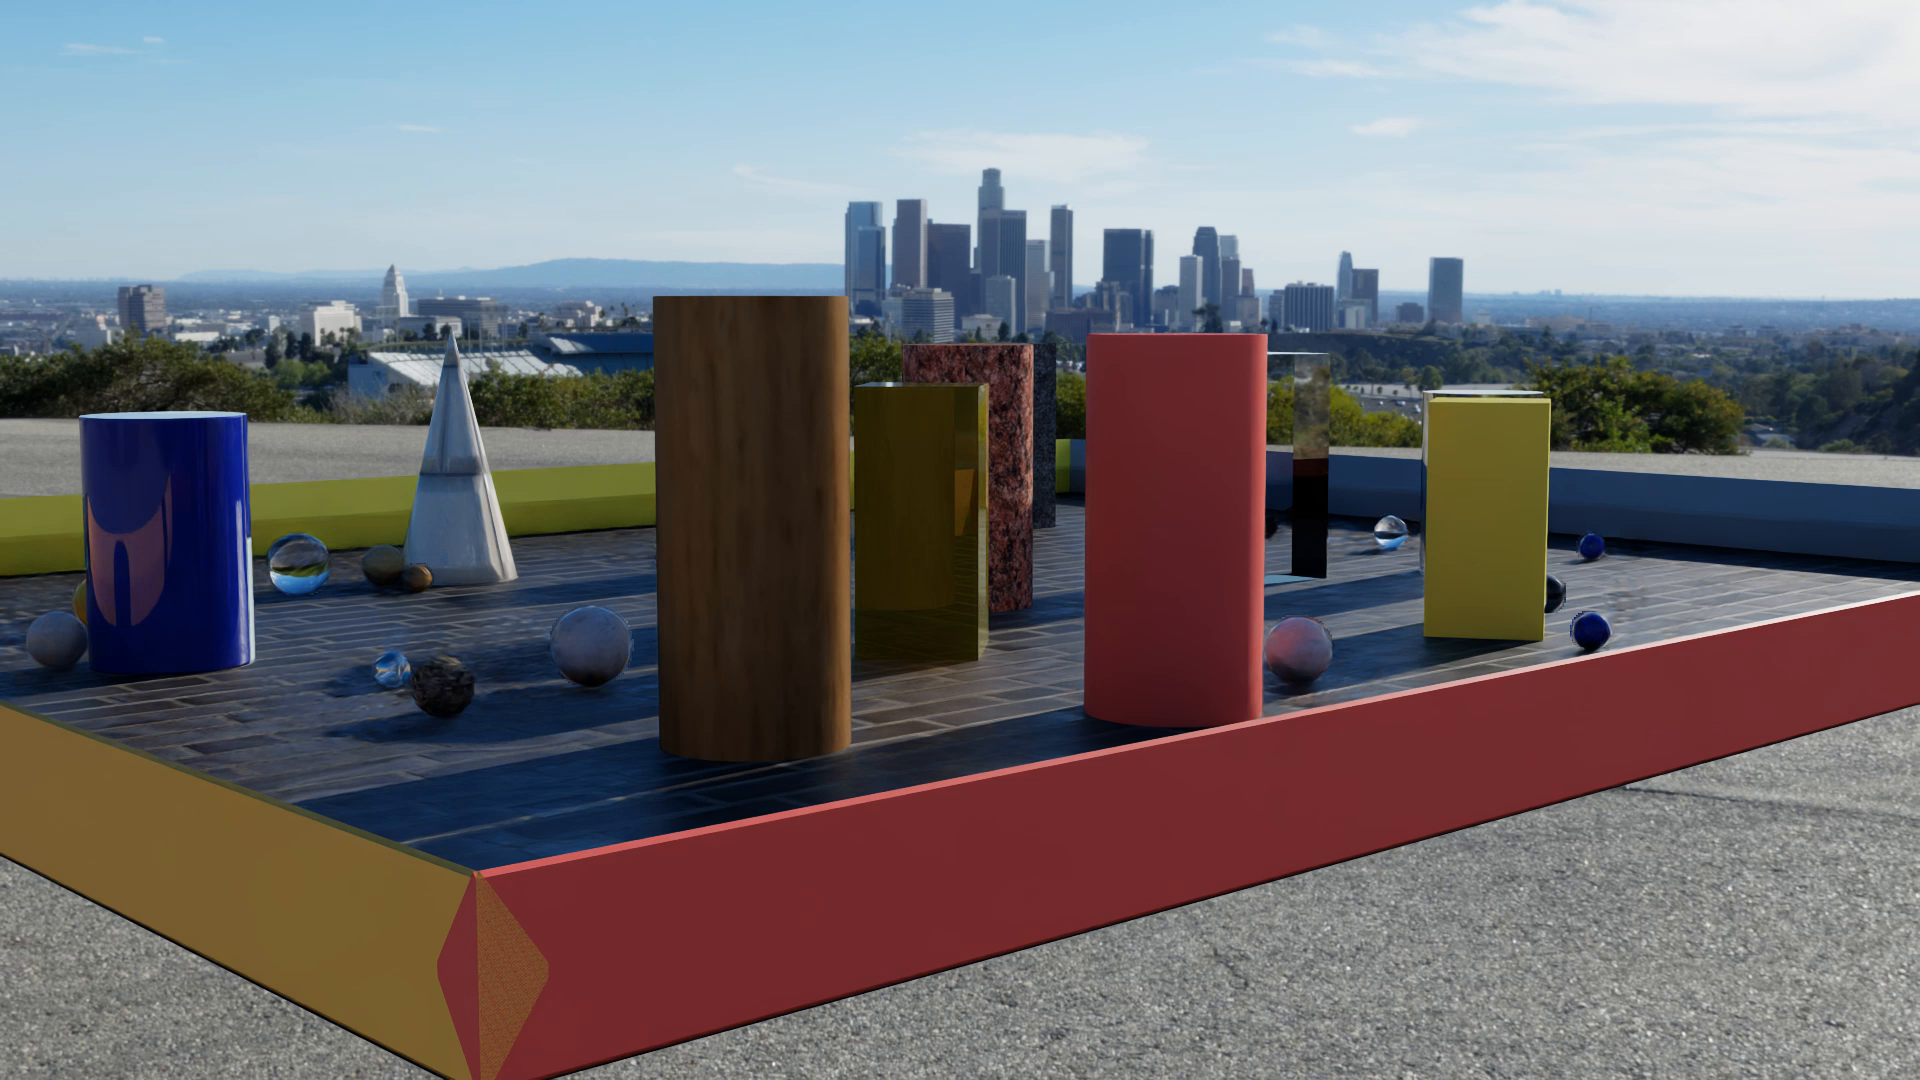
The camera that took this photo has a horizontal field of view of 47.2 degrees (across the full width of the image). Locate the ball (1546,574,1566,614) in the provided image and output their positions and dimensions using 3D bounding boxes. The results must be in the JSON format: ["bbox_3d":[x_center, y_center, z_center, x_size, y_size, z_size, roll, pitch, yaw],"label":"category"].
[{"bbox_3d":[0.861,0.080,3.239,0.059,0.059,0.059,0,6,0],"label":"ball"}]

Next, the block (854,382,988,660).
[{"bbox_3d":[-0.048,-0.028,2.874,0.159,0.349,0.159,1,6,5],"label":"block"}]

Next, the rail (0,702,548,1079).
[{"bbox_3d":[-1.178,0.146,2.251,0.045,0.129,2.723,-5,8,-42],"label":"rail"}]

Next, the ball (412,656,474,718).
[{"bbox_3d":[-0.567,0.161,2.414,0.068,0.068,0.068,0,6,0],"label":"ball"}]

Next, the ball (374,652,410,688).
[{"bbox_3d":[-0.674,0.153,2.608,0.043,0.043,0.043,0,6,0],"label":"ball"}]

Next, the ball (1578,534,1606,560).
[{"bbox_3d":[1.133,0.012,3.942,0.046,0.046,0.046,0,6,0],"label":"ball"}]

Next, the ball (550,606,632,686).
[{"bbox_3d":[-0.439,0.126,2.617,0.095,0.095,0.095,0,6,0],"label":"ball"}]

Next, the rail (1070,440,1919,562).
[{"bbox_3d":[1.178,-0.079,4.412,0.045,0.129,2.723,-5,8,-42],"label":"rail"}]

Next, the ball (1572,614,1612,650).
[{"bbox_3d":[0.831,0.121,2.892,0.049,0.049,0.049,0,6,0],"label":"ball"}]

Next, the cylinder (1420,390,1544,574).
[{"bbox_3d":[0.882,-0.097,3.725,0.198,0.308,0.198,0,6,0],"label":"cylinder"}]

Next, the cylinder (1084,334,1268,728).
[{"bbox_3d":[0.238,-0.018,2.434,0.198,0.419,0.198,0,6,0],"label":"cylinder"}]

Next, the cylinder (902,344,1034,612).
[{"bbox_3d":[0.011,-0.098,3.330,0.198,0.394,0.198,0,6,0],"label":"cylinder"}]

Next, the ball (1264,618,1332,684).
[{"bbox_3d":[0.404,0.132,2.629,0.080,0.080,0.080,0,6,0],"label":"ball"}]

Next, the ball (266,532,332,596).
[{"bbox_3d":[-1.035,0.038,3.439,0.099,0.099,0.099,0,6,0],"label":"ball"}]

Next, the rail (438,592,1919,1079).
[{"bbox_3d":[0.907,0.135,2.354,3.252,0.129,0.045,-5,8,-42],"label":"rail"}]

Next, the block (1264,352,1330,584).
[{"bbox_3d":[0.502,-0.124,3.673,0.159,0.374,0.159,-4,7,-34],"label":"block"}]

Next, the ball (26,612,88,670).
[{"bbox_3d":[-1.125,0.125,2.740,0.072,0.072,0.072,0,6,0],"label":"ball"}]

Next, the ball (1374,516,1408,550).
[{"bbox_3d":[0.805,-0.014,4.111,0.063,0.063,0.063,0,6,0],"label":"ball"}]

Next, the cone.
[{"bbox_3d":[-0.839,-0.146,3.651,0.198,0.421,0.198,0,6,0],"label":"cone"}]

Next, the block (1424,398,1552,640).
[{"bbox_3d":[0.734,-0.033,3.054,0.159,0.321,0.159,2,6,16],"label":"block"}]

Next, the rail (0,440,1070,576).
[{"bbox_3d":[-0.907,-0.068,4.310,3.252,0.129,0.045,-5,8,-42],"label":"rail"}]

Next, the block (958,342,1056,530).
[{"bbox_3d":[0.085,-0.215,4.527,0.159,0.378,0.159,-5,8,-39],"label":"block"}]

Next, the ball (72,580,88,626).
[{"bbox_3d":[-1.191,0.087,3.061,0.082,0.082,0.082,0,6,0],"label":"ball"}]

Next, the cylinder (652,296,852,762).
[{"bbox_3d":[-0.212,-0.019,2.252,0.198,0.459,0.198,0,6,0],"label":"cylinder"}]

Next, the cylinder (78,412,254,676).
[{"bbox_3d":[-0.996,0.000,2.766,0.198,0.315,0.198,0,6,0],"label":"cylinder"}]

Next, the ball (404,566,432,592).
[{"bbox_3d":[-0.860,0.061,3.487,0.043,0.043,0.043,0,6,0],"label":"ball"}]

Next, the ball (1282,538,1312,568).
[{"bbox_3d":[0.586,0.023,3.816,0.052,0.052,0.052,0,6,0],"label":"ball"}]

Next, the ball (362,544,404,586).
[{"bbox_3d":[-0.935,0.041,3.563,0.068,0.068,0.068,0,6,0],"label":"ball"}]
